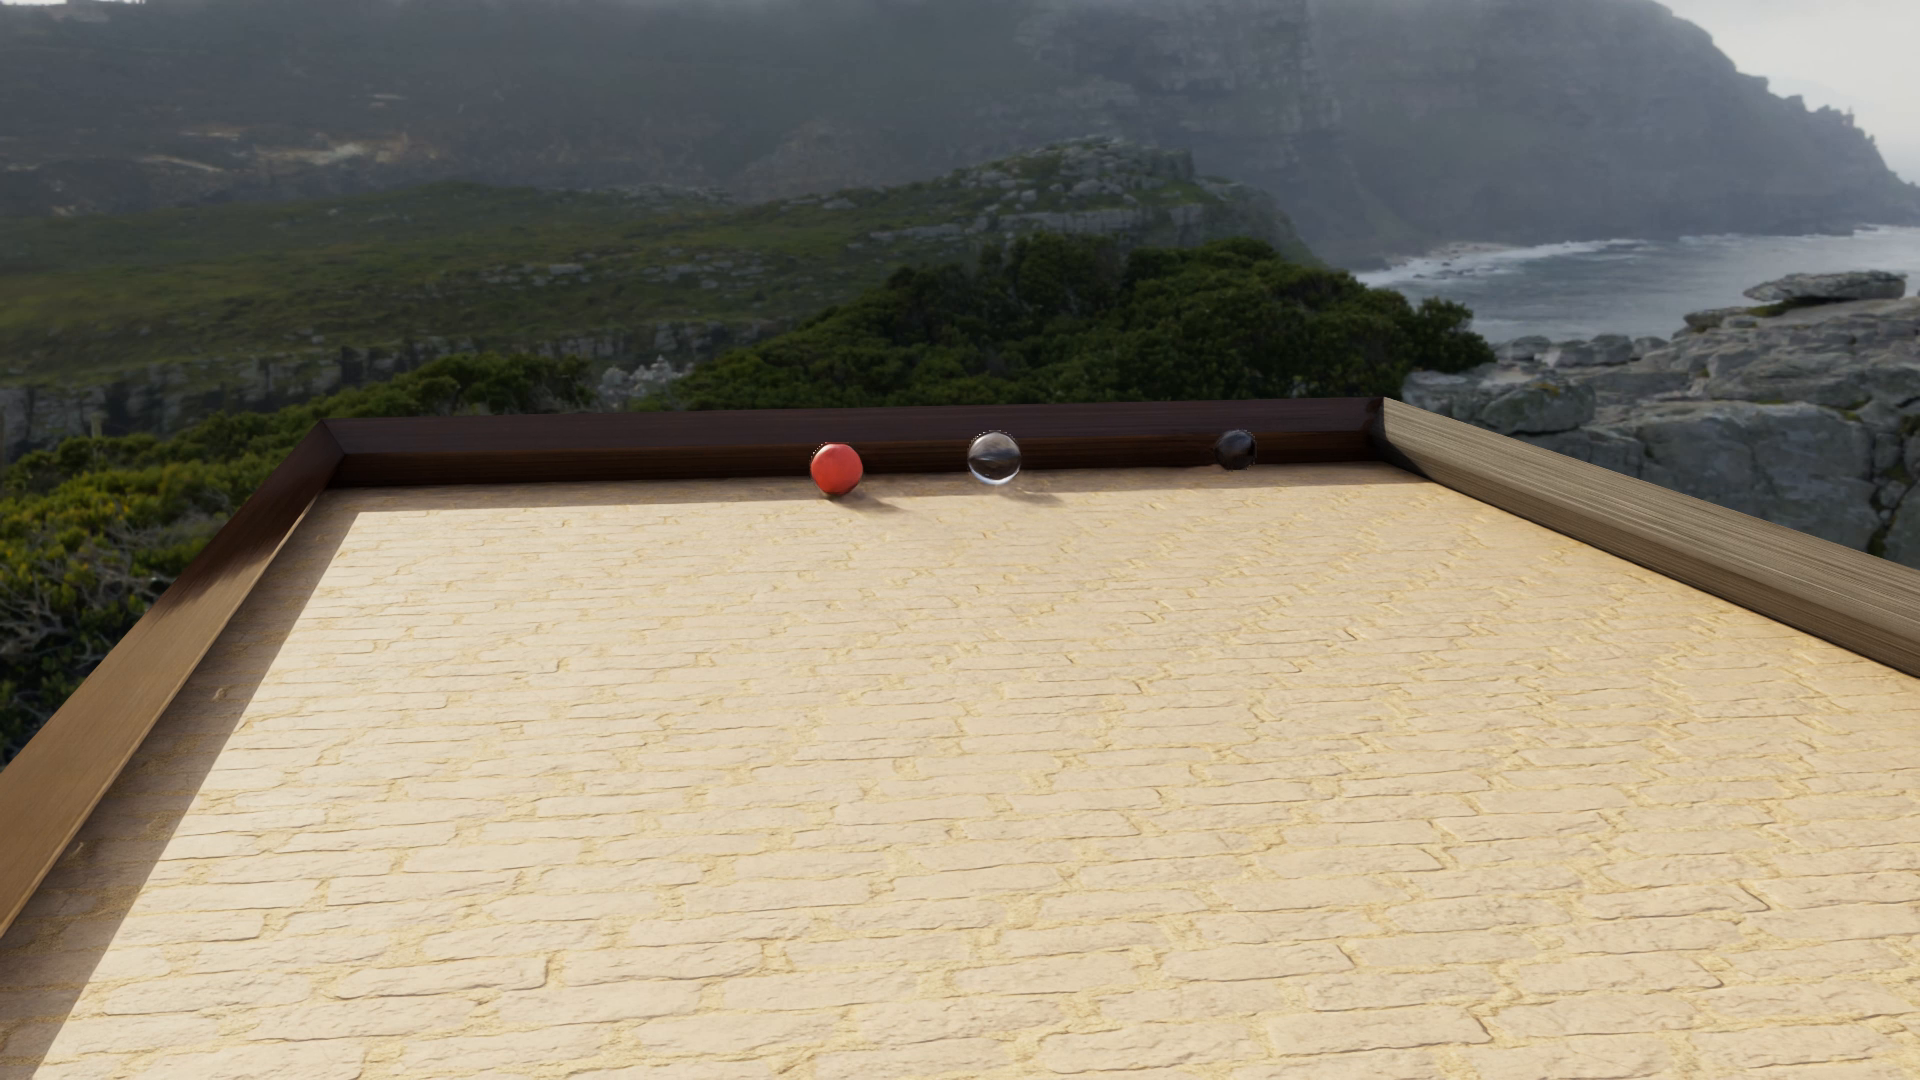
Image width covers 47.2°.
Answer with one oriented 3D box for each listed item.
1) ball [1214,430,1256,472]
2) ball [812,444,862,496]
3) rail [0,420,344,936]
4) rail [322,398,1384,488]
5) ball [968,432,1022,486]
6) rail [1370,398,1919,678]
[{"bbox_3d":[0.523,-0.171,4.189,0.079,0.079,0.079,0,10,0],"label":"ball"},{"bbox_3d":[-0.219,-0.126,3.911,0.092,0.092,0.092,0,10,0],"label":"ball"},{"bbox_3d":[-0.809,0.186,2.123,0.045,0.125,3.849,-2,11,-10],"label":"rail"},{"bbox_3d":[-0.158,-0.184,4.128,2.017,0.125,0.045,-2,11,-10],"label":"rail"},{"bbox_3d":[0.064,-0.148,4.018,0.096,0.096,0.096,0,10,0],"label":"ball"},{"bbox_3d":[1.133,0.126,2.449,0.045,0.125,3.849,-2,11,-10],"label":"rail"}]
